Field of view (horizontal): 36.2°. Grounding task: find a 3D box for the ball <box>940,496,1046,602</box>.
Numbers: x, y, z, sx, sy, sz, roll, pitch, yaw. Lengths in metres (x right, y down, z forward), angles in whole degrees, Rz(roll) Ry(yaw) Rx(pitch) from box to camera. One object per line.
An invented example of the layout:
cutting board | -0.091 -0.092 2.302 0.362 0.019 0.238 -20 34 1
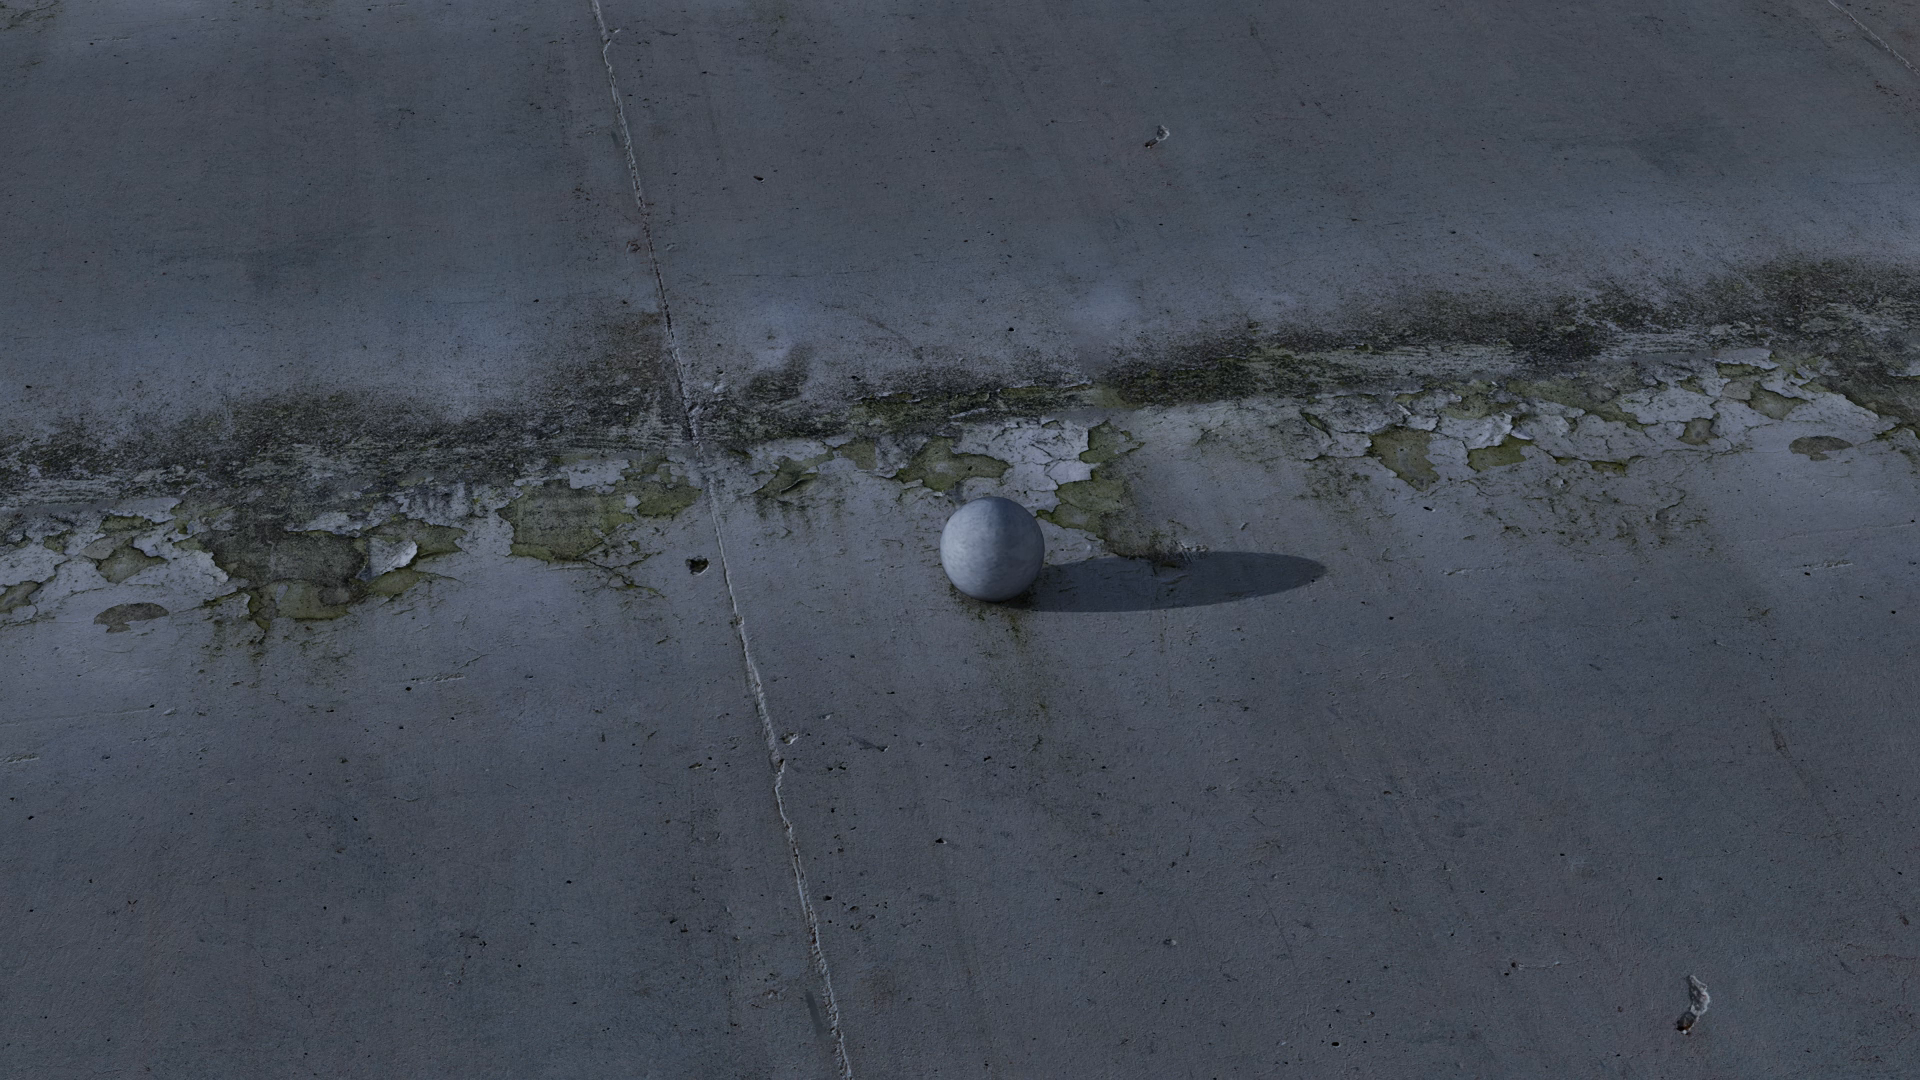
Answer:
ball | 0.018 0.005 1.632 0.059 0.059 0.059 0 31 0
